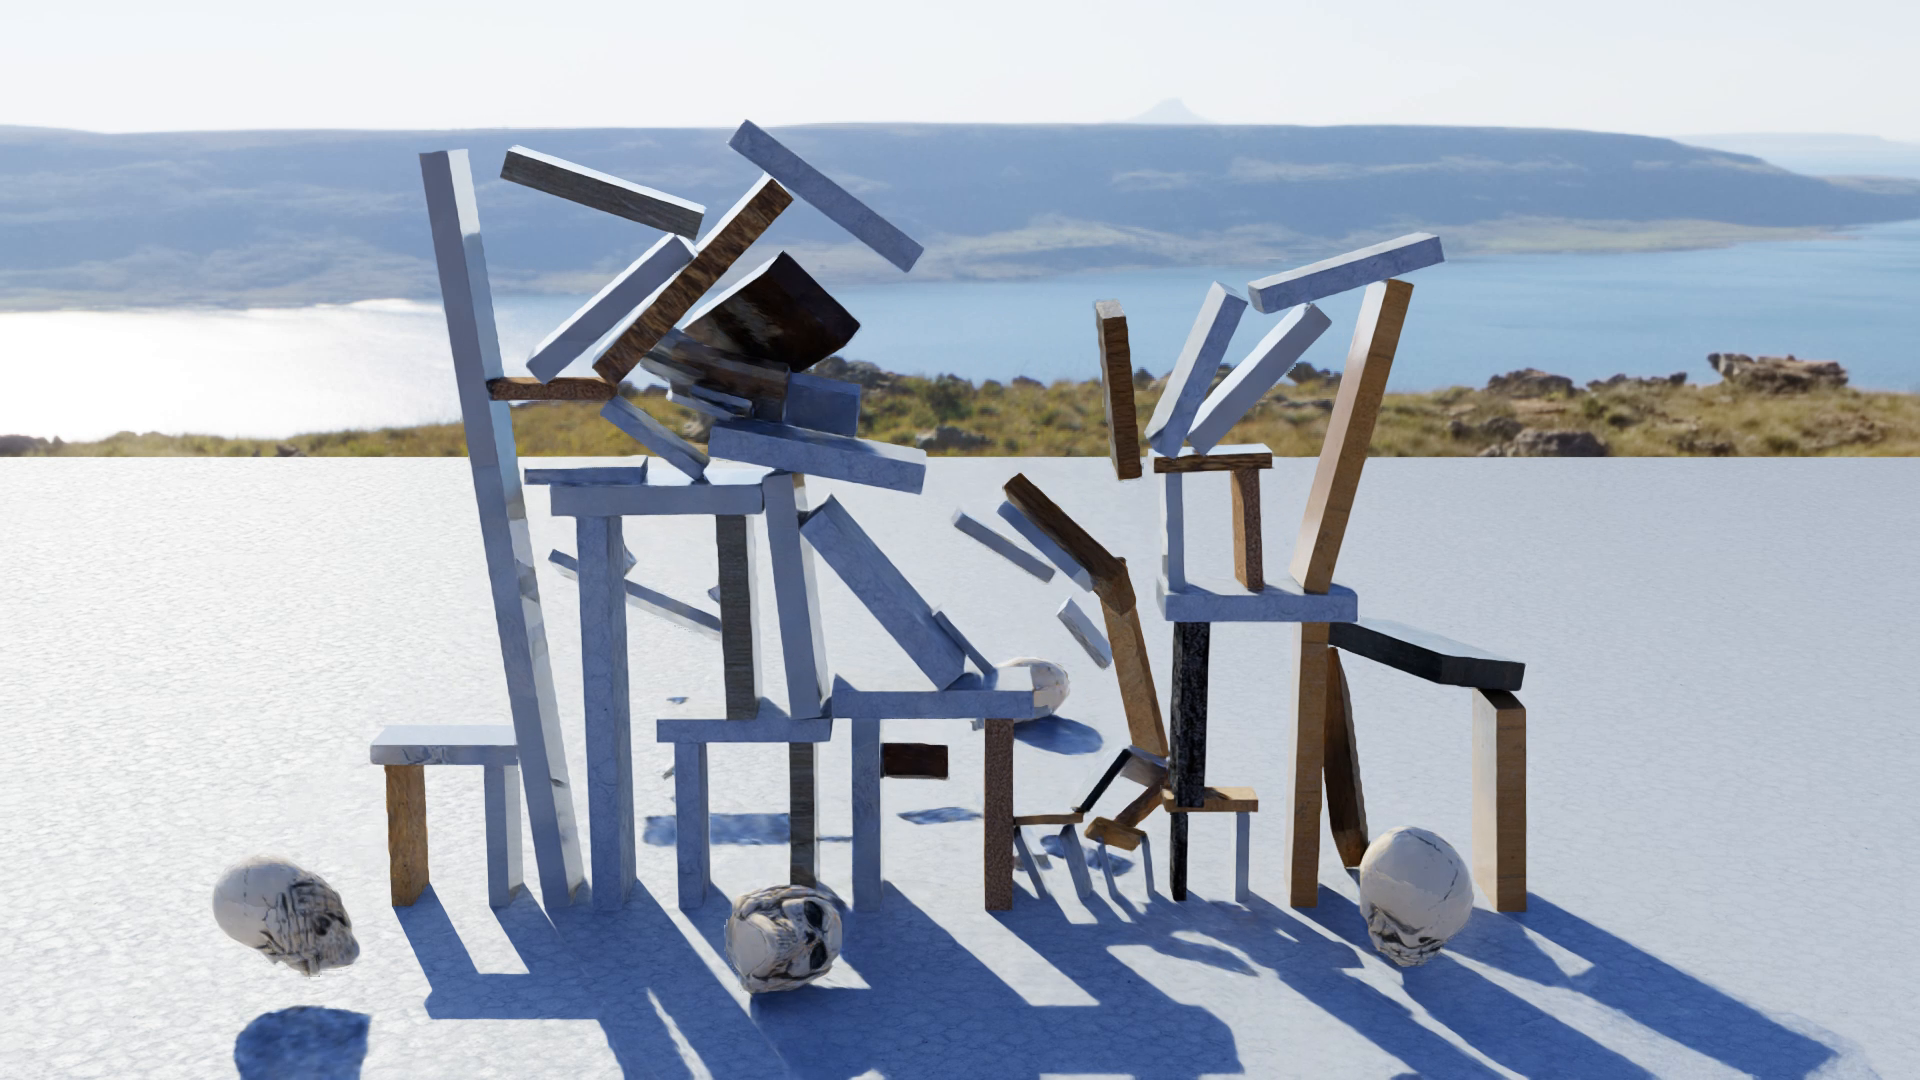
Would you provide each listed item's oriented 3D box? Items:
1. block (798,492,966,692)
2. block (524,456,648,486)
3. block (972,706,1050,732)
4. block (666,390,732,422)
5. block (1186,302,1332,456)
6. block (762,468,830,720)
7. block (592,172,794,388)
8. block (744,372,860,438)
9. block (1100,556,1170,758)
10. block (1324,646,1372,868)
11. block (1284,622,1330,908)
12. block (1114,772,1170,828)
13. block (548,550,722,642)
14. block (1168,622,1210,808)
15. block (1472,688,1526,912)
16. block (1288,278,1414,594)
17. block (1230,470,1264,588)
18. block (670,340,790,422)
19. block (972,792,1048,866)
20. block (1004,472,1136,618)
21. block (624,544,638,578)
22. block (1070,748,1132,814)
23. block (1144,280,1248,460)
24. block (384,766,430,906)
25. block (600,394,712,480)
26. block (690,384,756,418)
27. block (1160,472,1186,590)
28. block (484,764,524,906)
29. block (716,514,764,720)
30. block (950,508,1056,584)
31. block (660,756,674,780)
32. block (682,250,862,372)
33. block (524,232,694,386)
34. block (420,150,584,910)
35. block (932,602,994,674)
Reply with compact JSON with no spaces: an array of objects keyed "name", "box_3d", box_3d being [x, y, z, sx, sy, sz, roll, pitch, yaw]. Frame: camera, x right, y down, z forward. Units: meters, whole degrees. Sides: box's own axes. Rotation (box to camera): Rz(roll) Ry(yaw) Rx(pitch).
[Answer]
[{"name":"block","box_3d":[-0.122,0.082,3.576,0.049,0.346,0.173,-40,7,8]},{"name":"block","box_3d":[-0.601,-0.112,3.536,0.186,0.026,0.093,-2,13,-1]},{"name":"block","box_3d":[0.094,0.334,4.120,0.134,0.019,0.067,-16,-9,35]},{"name":"block","box_3d":[-0.420,-0.215,3.532,0.101,0.014,0.050,19,2,-18]},{"name":"block","box_3d":[0.470,-0.262,3.512,0.041,0.290,0.145,43,9,-5]},{"name":"block","box_3d":[-0.266,0.078,3.580,0.049,0.395,0.173,-6,10,2]},{"name":"block","box_3d":[-0.426,-0.417,3.497,0.048,0.407,0.170,43,4,-14]},{"name":"block","box_3d":[-0.260,-0.228,3.609,0.190,0.095,0.027,11,46,4]},{"name":"block","box_3d":[0.302,0.214,3.879,0.019,0.380,0.067,7,-30,-35]},{"name":"block","box_3d":[0.658,0.375,3.804,0.048,0.340,0.170,-10,-31,13]},{"name":"block","box_3d":[0.571,0.351,3.636,0.043,0.481,0.153,1,11,4]},{"name":"block","box_3d":[0.309,0.457,3.745,0.018,0.063,0.149,38,49,21]},{"name":"block","box_3d":[-0.646,0.119,4.482,0.427,0.026,0.091,21,-17,21]},{"name":"block","box_3d":[0.375,0.268,3.607,0.043,0.307,0.153,1,10,0]},{"name":"block","box_3d":[0.891,0.422,3.636,0.048,0.340,0.170,-3,11,0]},{"name":"block","box_3d":[0.626,-0.173,3.533,0.041,0.507,0.145,13,10,-3]},{"name":"block","box_3d":[0.465,-0.024,3.570,0.027,0.190,0.095,-4,9,-5]},{"name":"block","box_3d":[-0.374,-0.258,3.570,0.190,0.095,0.027,12,35,6]},{"name":"block","box_3d":[0.087,0.521,3.990,0.065,0.018,0.370,-2,11,-10]},{"name":"block","box_3d":[0.184,0.008,3.673,0.263,0.037,0.131,43,-11,27]},{"name":"block","box_3d":[-0.623,0.052,3.966,0.049,0.097,0.014,50,33,15]},{"name":"block","box_3d":[0.235,0.402,3.681,0.018,0.125,0.063,41,-15,-8]},{"name":"block","box_3d":[0.374,-0.271,3.497,0.037,0.272,0.131,22,14,-8]},{"name":"block","box_3d":[-0.916,0.472,3.647,0.034,0.239,0.120,0,11,0]},{"name":"block","box_3d":[-0.488,-0.165,3.533,0.186,0.026,0.093,35,9,-6]},{"name":"block","box_3d":[-0.383,-0.223,3.552,0.101,0.014,0.050,16,-13,4]},{"name":"block","box_3d":[0.344,-0.022,3.563,0.027,0.190,0.095,-3,10,-1]},{"name":"block","box_3d":[-0.756,0.472,3.647,0.034,0.239,0.120,0,11,0]},{"name":"block","box_3d":[-0.359,0.110,3.585,0.047,0.334,0.167,-2,10,-1]},{"name":"block","box_3d":[0.069,0.009,3.609,0.182,0.026,0.091,31,3,-8]},{"name":"block","box_3d":[-0.539,0.423,4.219,0.097,0.014,0.049,-40,16,49]},{"name":"block","box_3d":[-0.311,-0.345,3.576,0.048,0.170,0.340,-55,17,-27]},{"name":"block","box_3d":[-0.556,-0.375,3.505,0.312,0.044,0.156,-40,15,3]},{"name":"block","box_3d":[-0.734,-0.011,3.559,0.044,1.226,0.156,-7,11,0]},{"name":"block","box_3d":[0.005,0.163,3.649,0.018,0.131,0.065,-41,6,9]}]
